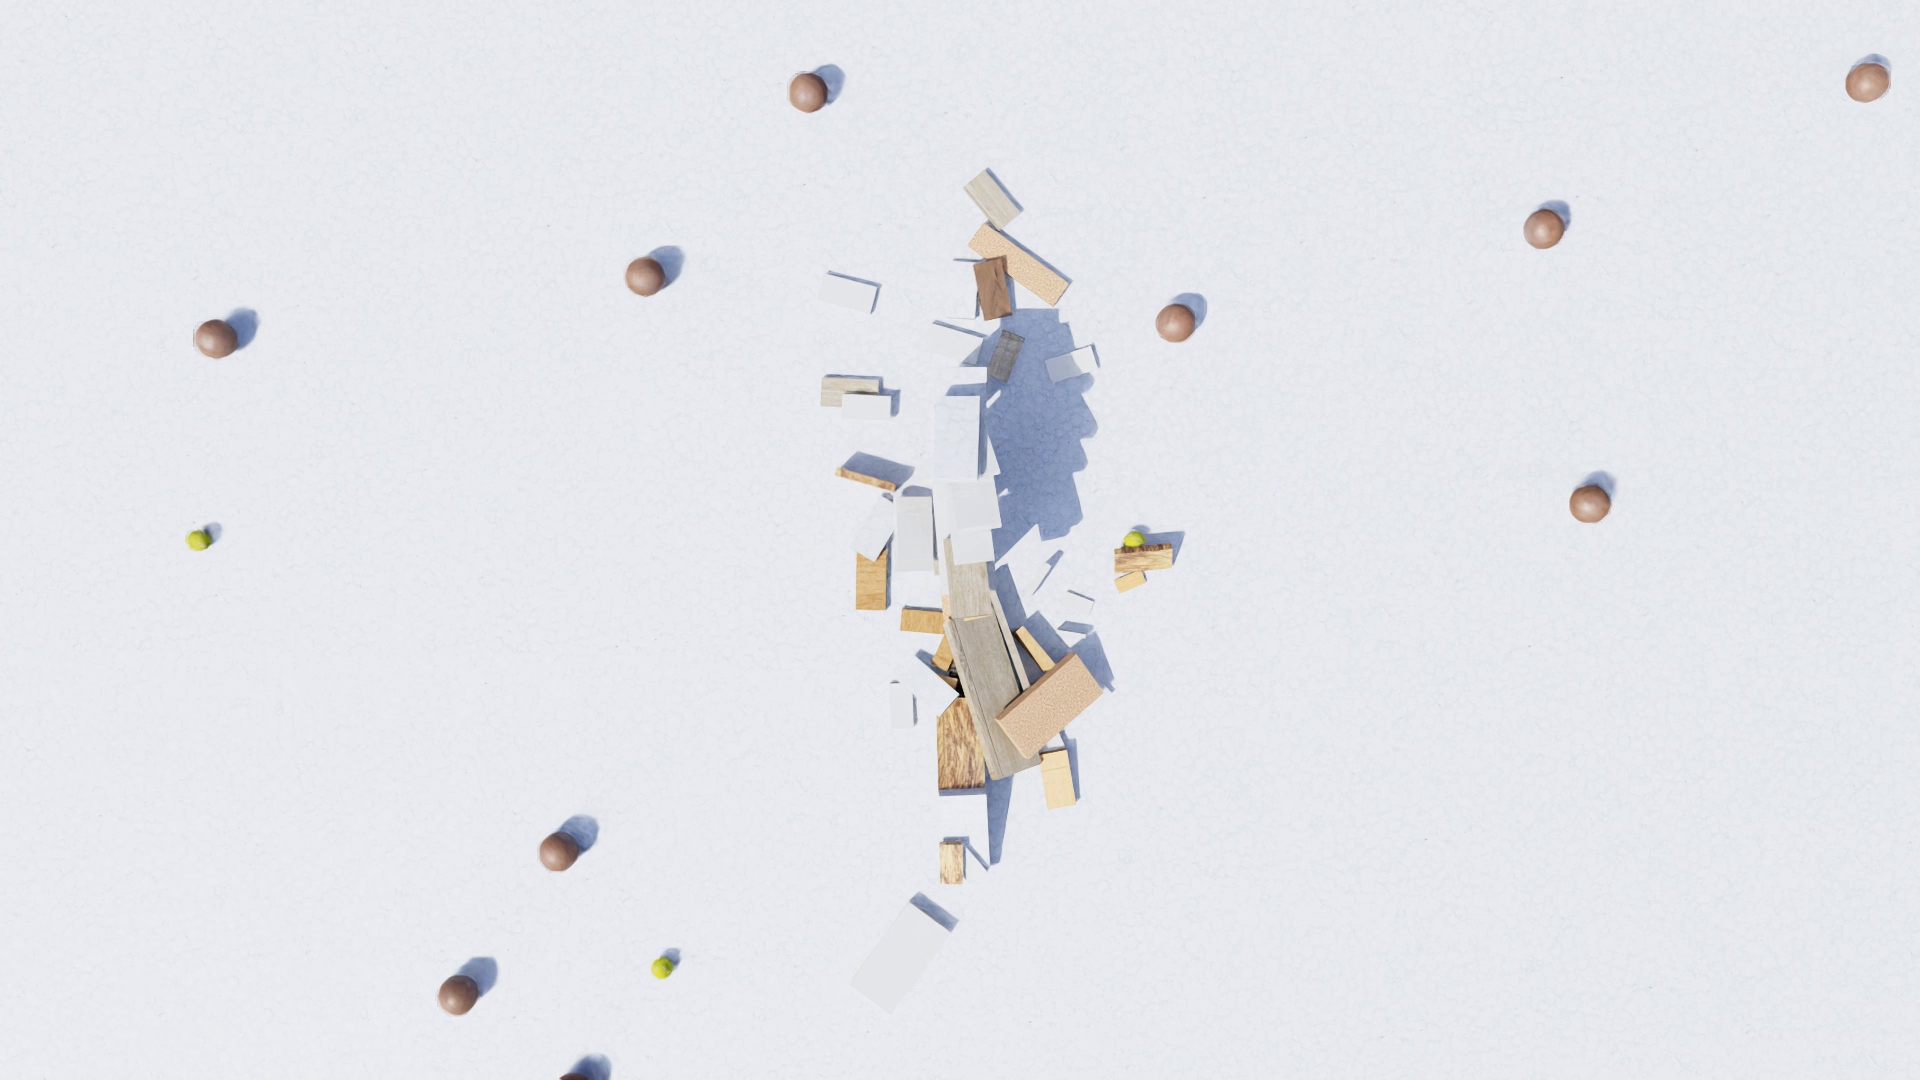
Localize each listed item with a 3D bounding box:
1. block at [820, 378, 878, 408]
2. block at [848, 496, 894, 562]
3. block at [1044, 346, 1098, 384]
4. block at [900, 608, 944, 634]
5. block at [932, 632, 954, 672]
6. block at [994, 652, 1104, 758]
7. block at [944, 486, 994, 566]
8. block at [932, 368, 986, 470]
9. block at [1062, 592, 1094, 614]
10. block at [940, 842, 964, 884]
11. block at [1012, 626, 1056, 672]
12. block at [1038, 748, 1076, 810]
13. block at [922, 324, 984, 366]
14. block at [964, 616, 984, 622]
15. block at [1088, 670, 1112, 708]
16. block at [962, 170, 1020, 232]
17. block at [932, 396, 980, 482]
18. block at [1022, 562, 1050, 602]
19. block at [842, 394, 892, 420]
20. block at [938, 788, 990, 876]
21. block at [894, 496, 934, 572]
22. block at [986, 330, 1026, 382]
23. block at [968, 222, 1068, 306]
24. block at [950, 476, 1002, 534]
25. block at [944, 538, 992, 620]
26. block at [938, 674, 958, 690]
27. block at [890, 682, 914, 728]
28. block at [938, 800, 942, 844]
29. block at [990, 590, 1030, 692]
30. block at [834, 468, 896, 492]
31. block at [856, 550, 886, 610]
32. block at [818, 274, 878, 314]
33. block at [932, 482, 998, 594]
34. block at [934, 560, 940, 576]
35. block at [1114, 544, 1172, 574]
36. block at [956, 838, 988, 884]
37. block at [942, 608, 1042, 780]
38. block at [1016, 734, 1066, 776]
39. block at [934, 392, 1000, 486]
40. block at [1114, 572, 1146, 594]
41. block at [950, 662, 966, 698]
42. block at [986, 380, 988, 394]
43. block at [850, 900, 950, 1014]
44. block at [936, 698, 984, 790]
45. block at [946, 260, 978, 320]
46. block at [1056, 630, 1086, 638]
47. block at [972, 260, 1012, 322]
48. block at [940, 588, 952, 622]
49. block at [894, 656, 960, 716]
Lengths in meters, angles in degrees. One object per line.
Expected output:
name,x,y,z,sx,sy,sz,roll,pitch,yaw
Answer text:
block,-0.367,-0.487,5.487,0.189,0.027,0.095,3,90,0
block,-0.274,-0.036,5.468,0.099,0.028,0.199,31,79,0
block,0.370,-0.582,5.489,0.159,0.023,0.080,-17,90,0
block,-0.124,0.272,5.490,0.146,0.021,0.073,5,90,0
block,-0.041,0.367,5.481,0.063,0.018,0.125,25,90,21
block,0.293,0.541,5.396,0.337,0.048,0.168,-40,108,-13
block,0.029,-0.053,5.052,0.123,0.035,0.247,-7,74,0
block,-0.001,-0.369,5.142,0.167,0.047,0.334,0,90,0
block,0.392,0.211,5.493,0.095,0.014,0.048,21,90,0
block,-0.028,1.057,5.395,0.075,0.021,0.150,-1,112,0
block,0.244,0.362,5.456,0.024,0.086,0.171,-40,90,-16
block,0.321,0.792,5.470,0.095,0.027,0.190,-10,99,-2
block,-0.023,-0.651,5.487,0.182,0.026,0.091,17,90,0
block,0.037,0.158,5.093,0.086,0.024,0.171,-12,90,0
block,0.429,0.484,5.490,0.073,0.021,0.146,-45,90,0
block,0.104,-1.128,5.487,0.093,0.026,0.186,-40,90,0
block,-0.009,-0.307,5.016,0.134,0.038,0.268,0,71,6
block,0.252,0.141,5.464,0.021,0.073,0.146,34,90,0
block,-0.310,-0.439,5.462,0.159,0.023,0.080,3,90,0
block,0.016,0.961,5.414,0.153,0.043,0.307,-3,112,1
block,-0.155,-0.019,5.462,0.123,0.035,0.247,-1,90,-20
block,0.150,-0.612,5.489,0.080,0.023,0.159,23,90,0
block,0.193,-0.915,5.487,0.350,0.026,0.091,35,90,0
block,0.040,-0.159,5.043,0.134,0.038,0.268,-9,70,0
block,0.023,0.113,5.056,0.123,0.035,0.247,-7,80,1
block,-0.074,0.477,5.479,0.125,0.018,0.063,13,90,11
block,-0.195,0.551,5.489,0.075,0.021,0.150,-3,90,0
block,0.002,0.855,5.478,0.153,0.043,0.307,0,90,0
block,0.163,0.329,5.457,0.024,0.086,0.417,-20,90,0
block,-0.311,-0.198,5.453,0.200,0.095,0.027,16,90,0
block,-0.295,0.133,5.486,0.099,0.028,0.199,1,90,0
block,-0.375,-0.818,5.487,0.182,0.026,0.091,14,90,0
block,0.014,-0.010,5.129,0.173,0.049,0.346,-5,90,0
block,0.005,0.083,5.327,0.173,0.346,0.049,-3,90,0
block,0.605,0.061,5.456,0.190,0.095,0.027,-5,47,0
block,0.017,1.055,5.417,0.075,0.021,0.150,-35,108,13
block,0.106,0.505,5.424,0.168,0.048,0.538,-17,88,-22
block,0.251,0.701,5.487,0.190,0.027,0.095,-25,90,0
block,0.020,-0.309,5.055,0.134,0.038,0.268,-17,70,0
block,0.566,0.139,5.493,0.095,0.014,0.048,-22,90,0
block,-0.006,0.462,5.491,0.063,0.018,0.125,4,90,0
block,0.002,-0.483,5.333,0.167,0.334,0.047,3,90,0
block,-0.198,1.384,5.476,0.168,0.048,0.337,36,90,0
block,0.001,0.677,5.440,0.153,0.043,0.307,-2,76,0
block,0.009,-0.830,5.487,0.093,0.026,0.186,4,90,0
block,0.368,0.311,5.476,0.095,0.048,0.014,9,90,0
block,0.107,-0.828,5.467,0.094,0.027,0.189,-13,100,-5
block,-0.026,0.214,5.434,0.065,0.018,0.131,-5,124,1
block,-0.109,0.483,5.453,0.199,0.028,0.099,40,84,13
